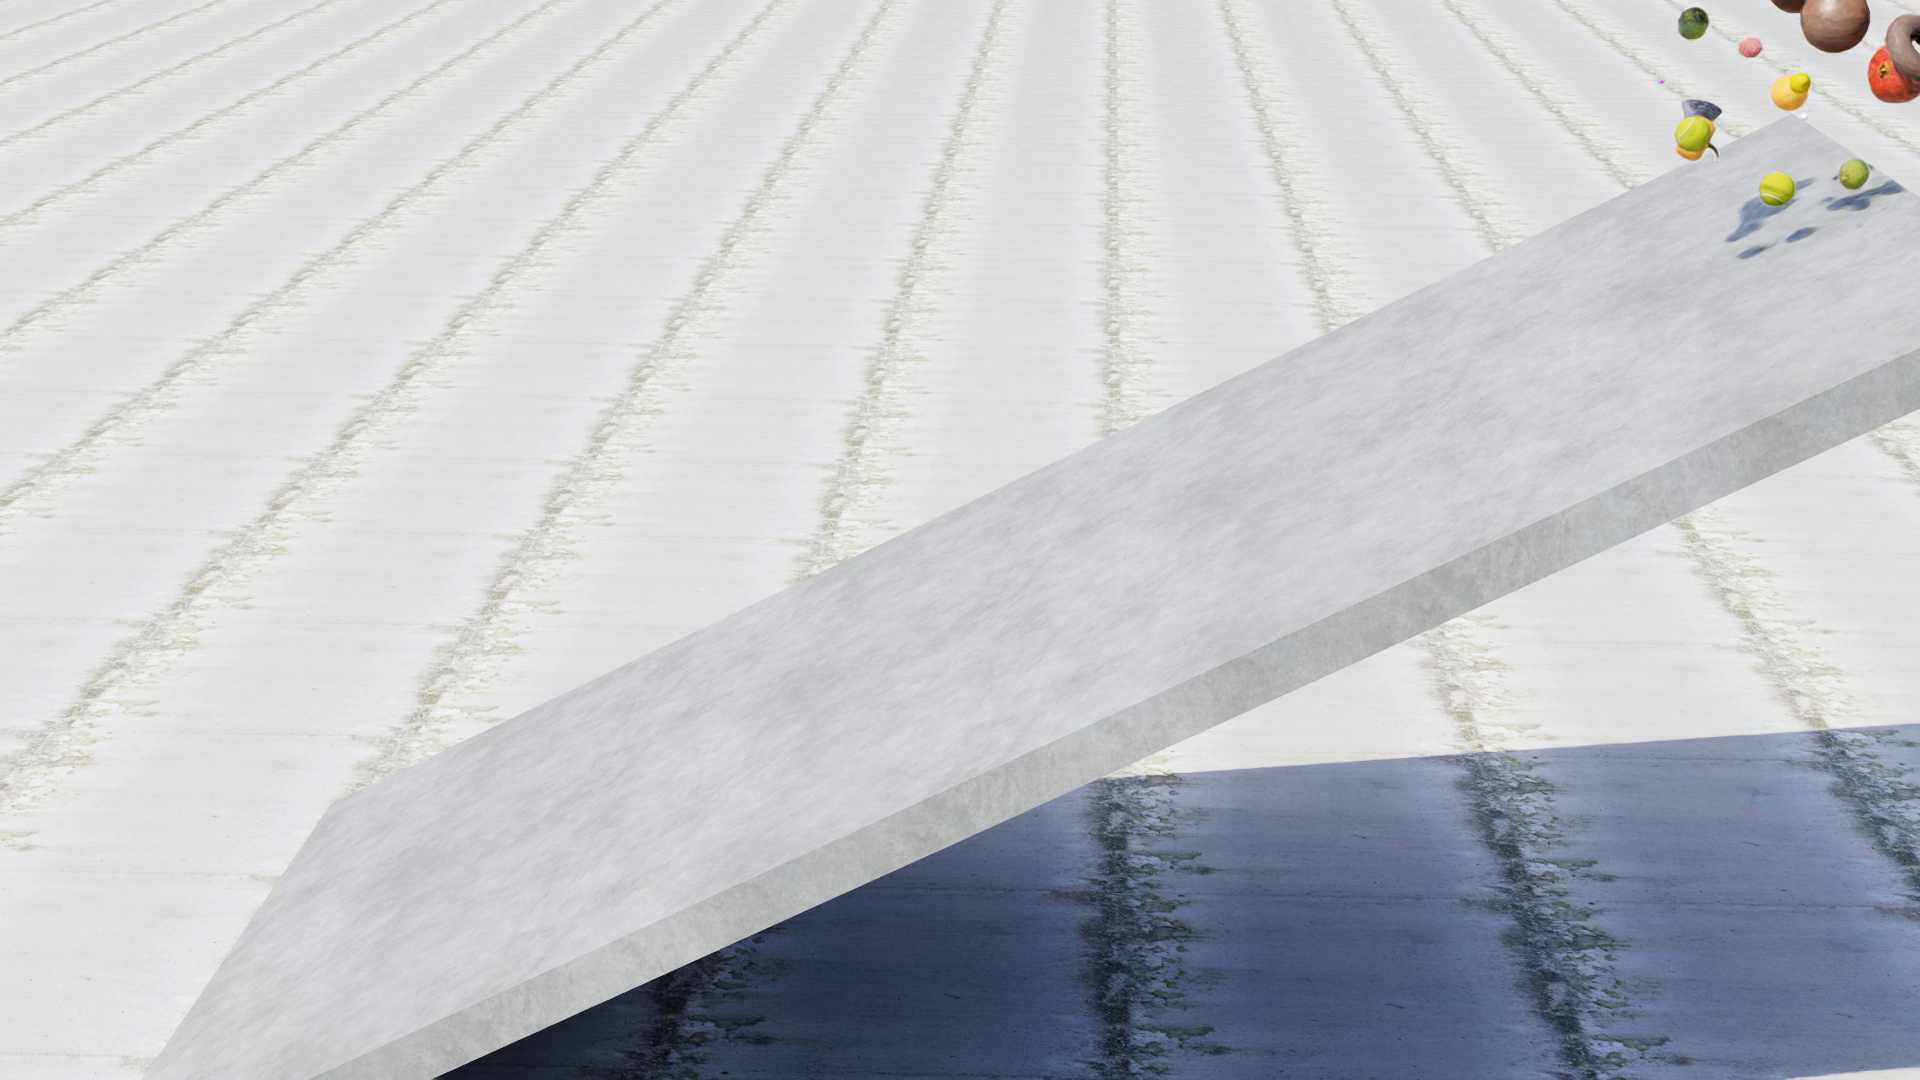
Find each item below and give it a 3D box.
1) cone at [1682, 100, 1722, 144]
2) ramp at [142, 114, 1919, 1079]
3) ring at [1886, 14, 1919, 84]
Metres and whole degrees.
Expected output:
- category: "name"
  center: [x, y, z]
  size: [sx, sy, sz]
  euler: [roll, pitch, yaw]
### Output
- category: "cone"
  center: [1.516, -0.851, 6.050]
  size: [0.083, 0.083, 0.083]
  euler: [16, -9, 3]
- category: "ramp"
  center: [0.139, 0.168, 6.281]
  size: [4.000, 0.100, 2.000]
  euler: [-25, 14, 10]
- category: "ring"
  center: [1.803, -0.923, 5.531]
  size: [0.143, 0.143, 0.048]
  euler: [-10, -16, -30]
